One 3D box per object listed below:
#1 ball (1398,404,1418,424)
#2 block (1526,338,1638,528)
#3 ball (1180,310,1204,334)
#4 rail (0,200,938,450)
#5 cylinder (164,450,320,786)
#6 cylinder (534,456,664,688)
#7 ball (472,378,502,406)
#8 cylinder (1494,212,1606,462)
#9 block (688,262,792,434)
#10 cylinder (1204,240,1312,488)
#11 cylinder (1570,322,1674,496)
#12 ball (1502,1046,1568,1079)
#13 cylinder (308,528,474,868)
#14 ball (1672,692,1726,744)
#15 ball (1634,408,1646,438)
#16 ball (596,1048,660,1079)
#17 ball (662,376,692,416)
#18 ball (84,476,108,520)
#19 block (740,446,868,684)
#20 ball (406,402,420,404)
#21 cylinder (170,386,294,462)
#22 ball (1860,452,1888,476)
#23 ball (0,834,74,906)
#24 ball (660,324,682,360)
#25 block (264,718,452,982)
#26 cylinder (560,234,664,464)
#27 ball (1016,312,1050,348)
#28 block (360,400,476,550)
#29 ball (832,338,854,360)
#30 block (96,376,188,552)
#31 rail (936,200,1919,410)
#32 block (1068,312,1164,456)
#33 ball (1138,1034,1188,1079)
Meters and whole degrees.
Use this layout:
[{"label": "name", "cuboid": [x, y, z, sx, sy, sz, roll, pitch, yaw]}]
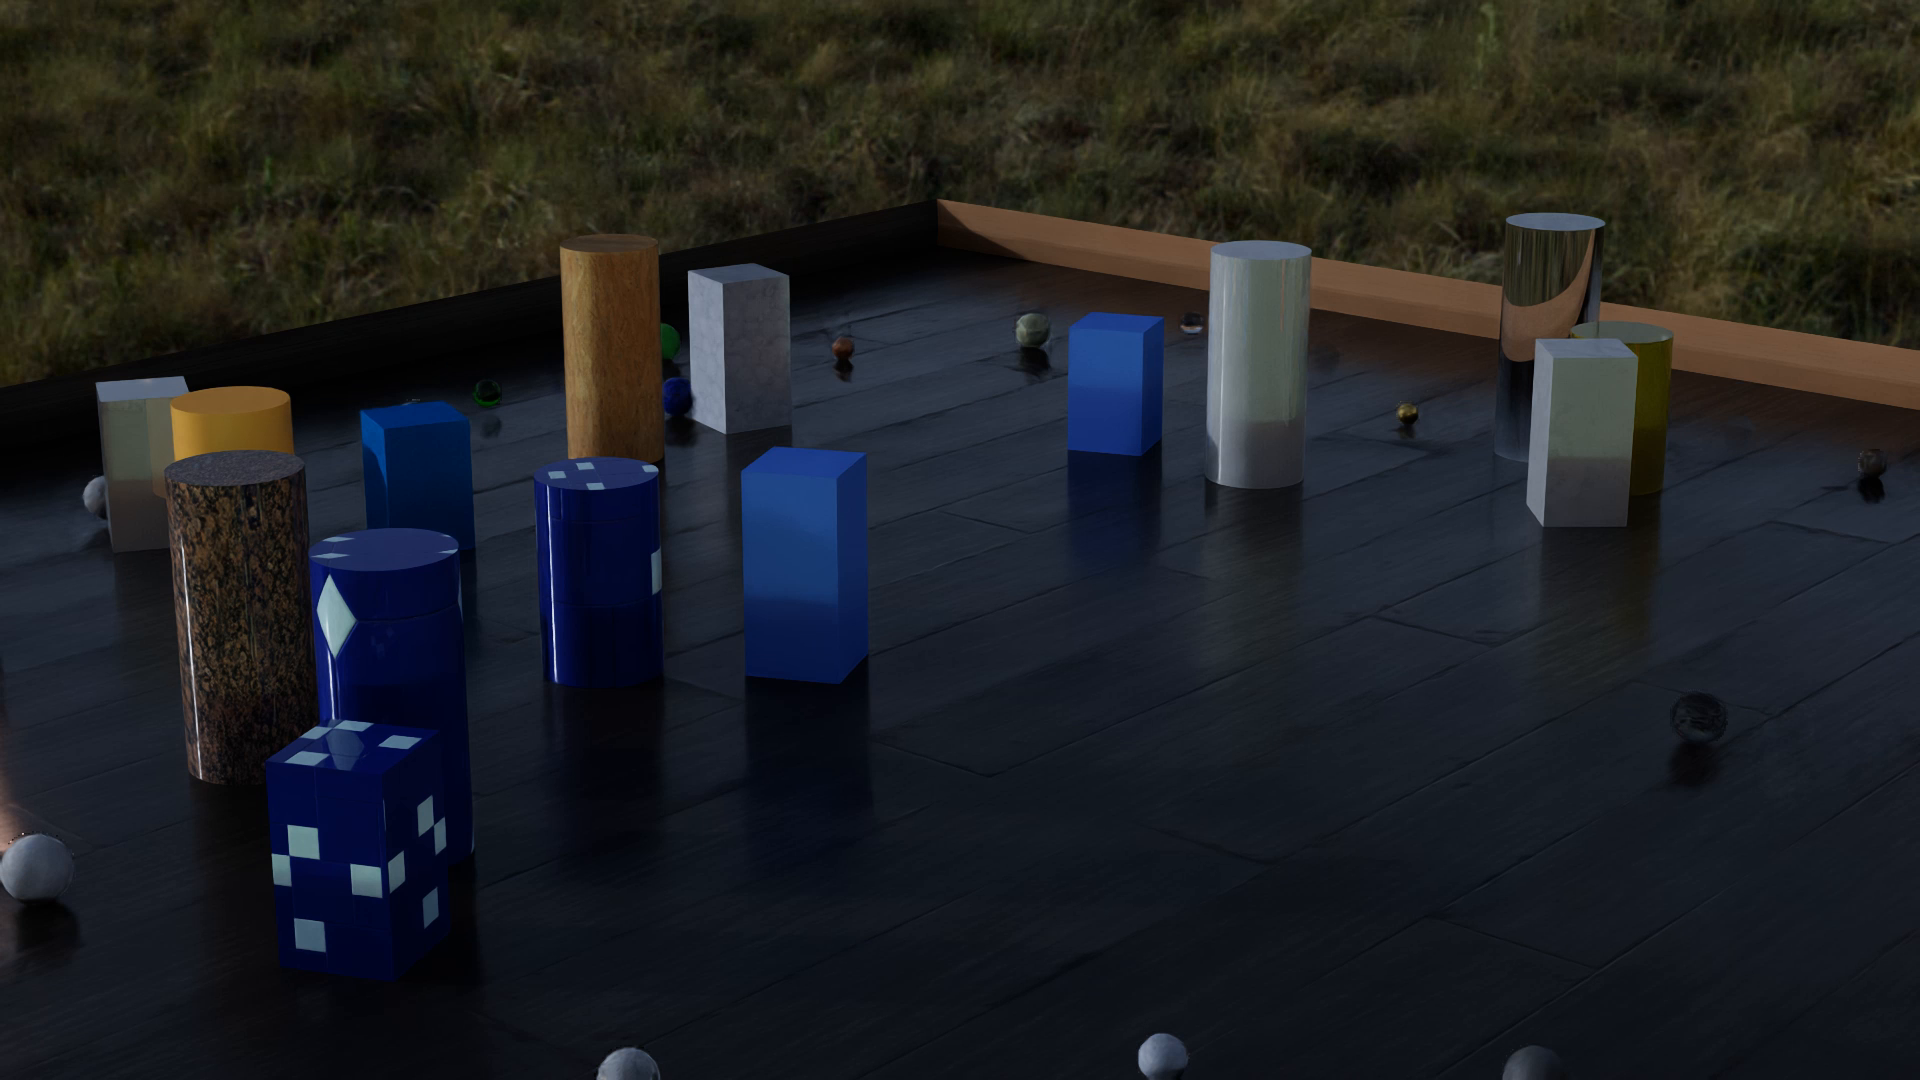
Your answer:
[{"label": "ball", "cuboid": [0.959, -0.271, 6.274, 0.045, 0.045, 0.045, 0, 17, 0]}, {"label": "block", "cuboid": [1.179, -0.204, 5.563, 0.158, 0.328, 0.158, 0, 17, -1]}, {"label": "ball", "cuboid": [0.561, -0.526, 7.098, 0.058, 0.058, 0.058, 0, 17, 0]}, {"label": "rail", "cuboid": [-1.597, -0.368, 6.447, 0.045, 0.129, 4.727, 14, 22, 39]}, {"label": "cylinder", "cuboid": [-1.047, 0.112, 4.297, 0.198, 0.453, 0.198, 0, 17, 0]}, {"label": "cylinder", "cuboid": [-0.579, 0.051, 4.714, 0.198, 0.329, 0.198, 0, 17, 0]}, {"label": "ball", "cuboid": [-1.035, -0.322, 6.416, 0.061, 0.061, 0.061, 0, 17, 0]}, {"label": "cylinder", "cuboid": [1.203, -0.413, 5.991, 0.198, 0.481, 0.198, 0, 17, 0]}, {"label": "block", "cuboid": [-0.469, -0.410, 6.251, 0.158, 0.324, 0.158, -10, 20, -31]}, {"label": "cylinder", "cuboid": [0.590, -0.349, 5.816, 0.198, 0.459, 0.198, 0, 17, 0]}, {"label": "cylinder", "cuboid": [1.298, -0.261, 5.790, 0.198, 0.306, 0.198, 0, 17, 0]}, {"label": "ball", "cuboid": [0.650, 0.608, 3.310, 0.073, 0.073, 0.073, 0, 17, 0]}, {"label": "cylinder", "cuboid": [-0.769, 0.219, 3.974, 0.198, 0.433, 0.198, 0, 17, 0]}, {"label": "ball", "cuboid": [1.115, 0.268, 4.426, 0.080, 0.080, 0.080, 0, 17, 0]}, {"label": "ball", "cuboid": [1.406, -0.247, 6.154, 0.068, 0.068, 0.068, 0, 17, 0]}, {"label": "ball", "cuboid": [-0.374, 0.609, 3.308, 0.072, 0.072, 0.072, 0, 17, 0]}, {"label": "ball", "cuboid": [-0.611, -0.311, 6.334, 0.083, 0.083, 0.083, 0, 17, 0]}, {"label": "ball", "cuboid": [-1.615, -0.081, 5.545, 0.083, 0.083, 0.083, 0, 17, 0]}, {"label": "block", "cuboid": [-0.248, 0.039, 4.731, 0.158, 0.342, 0.158, 5, 17, 15]}, {"label": "ball", "cuboid": [-1.130, -0.237, 6.067, 0.099, 0.099, 0.099, 0, 17, 0]}, {"label": "cylinder", "cuboid": [-1.235, -0.061, 5.020, 0.198, 0.367, 0.198, 0, 17, 0]}, {"label": "ball", "cuboid": [1.829, -0.152, 5.868, 0.052, 0.052, 0.052, 0, 17, 0]}, {"label": "ball", "cuboid": [-1.213, 0.433, 3.853, 0.093, 0.093, 0.093, 0, 17, 0]}, {"label": "ball", "cuboid": [-0.693, -0.462, 6.841, 0.085, 0.085, 0.085, 0, 17, 0]}, {"label": "block", "cuboid": [-0.755, 0.388, 3.689, 0.158, 0.275, 0.158, 5, 17, 16]}, {"label": "cylinder", "cuboid": [-0.707, -0.386, 5.966, 0.198, 0.443, 0.198, 0, 17, 0]}, {"label": "ball", "cuboid": [0.173, -0.497, 6.958, 0.084, 0.084, 0.084, 0, 17, 0]}, {"label": "block", "cuboid": [-0.999, -0.113, 5.403, 0.158, 0.245, 0.158, -8, 19, -25]}, {"label": "ball", "cuboid": [-0.273, -0.447, 6.849, 0.051, 0.051, 0.051, 0, 17, 0]}, {"label": "block", "cuboid": [-1.503, -0.142, 5.431, 0.158, 0.284, 0.158, -6, 18, -18]}, {"label": "rail", "cuboid": [1.534, -0.477, 6.811, 4.277, 0.129, 0.045, 14, 22, 39]}, {"label": "block", "cuboid": [0.324, -0.325, 6.084, 0.158, 0.259, 0.158, 6, 18, 19]}, {"label": "ball", "cuboid": [0.233, 0.597, 3.374, 0.057, 0.057, 0.057, 0, 17, 0]}]
